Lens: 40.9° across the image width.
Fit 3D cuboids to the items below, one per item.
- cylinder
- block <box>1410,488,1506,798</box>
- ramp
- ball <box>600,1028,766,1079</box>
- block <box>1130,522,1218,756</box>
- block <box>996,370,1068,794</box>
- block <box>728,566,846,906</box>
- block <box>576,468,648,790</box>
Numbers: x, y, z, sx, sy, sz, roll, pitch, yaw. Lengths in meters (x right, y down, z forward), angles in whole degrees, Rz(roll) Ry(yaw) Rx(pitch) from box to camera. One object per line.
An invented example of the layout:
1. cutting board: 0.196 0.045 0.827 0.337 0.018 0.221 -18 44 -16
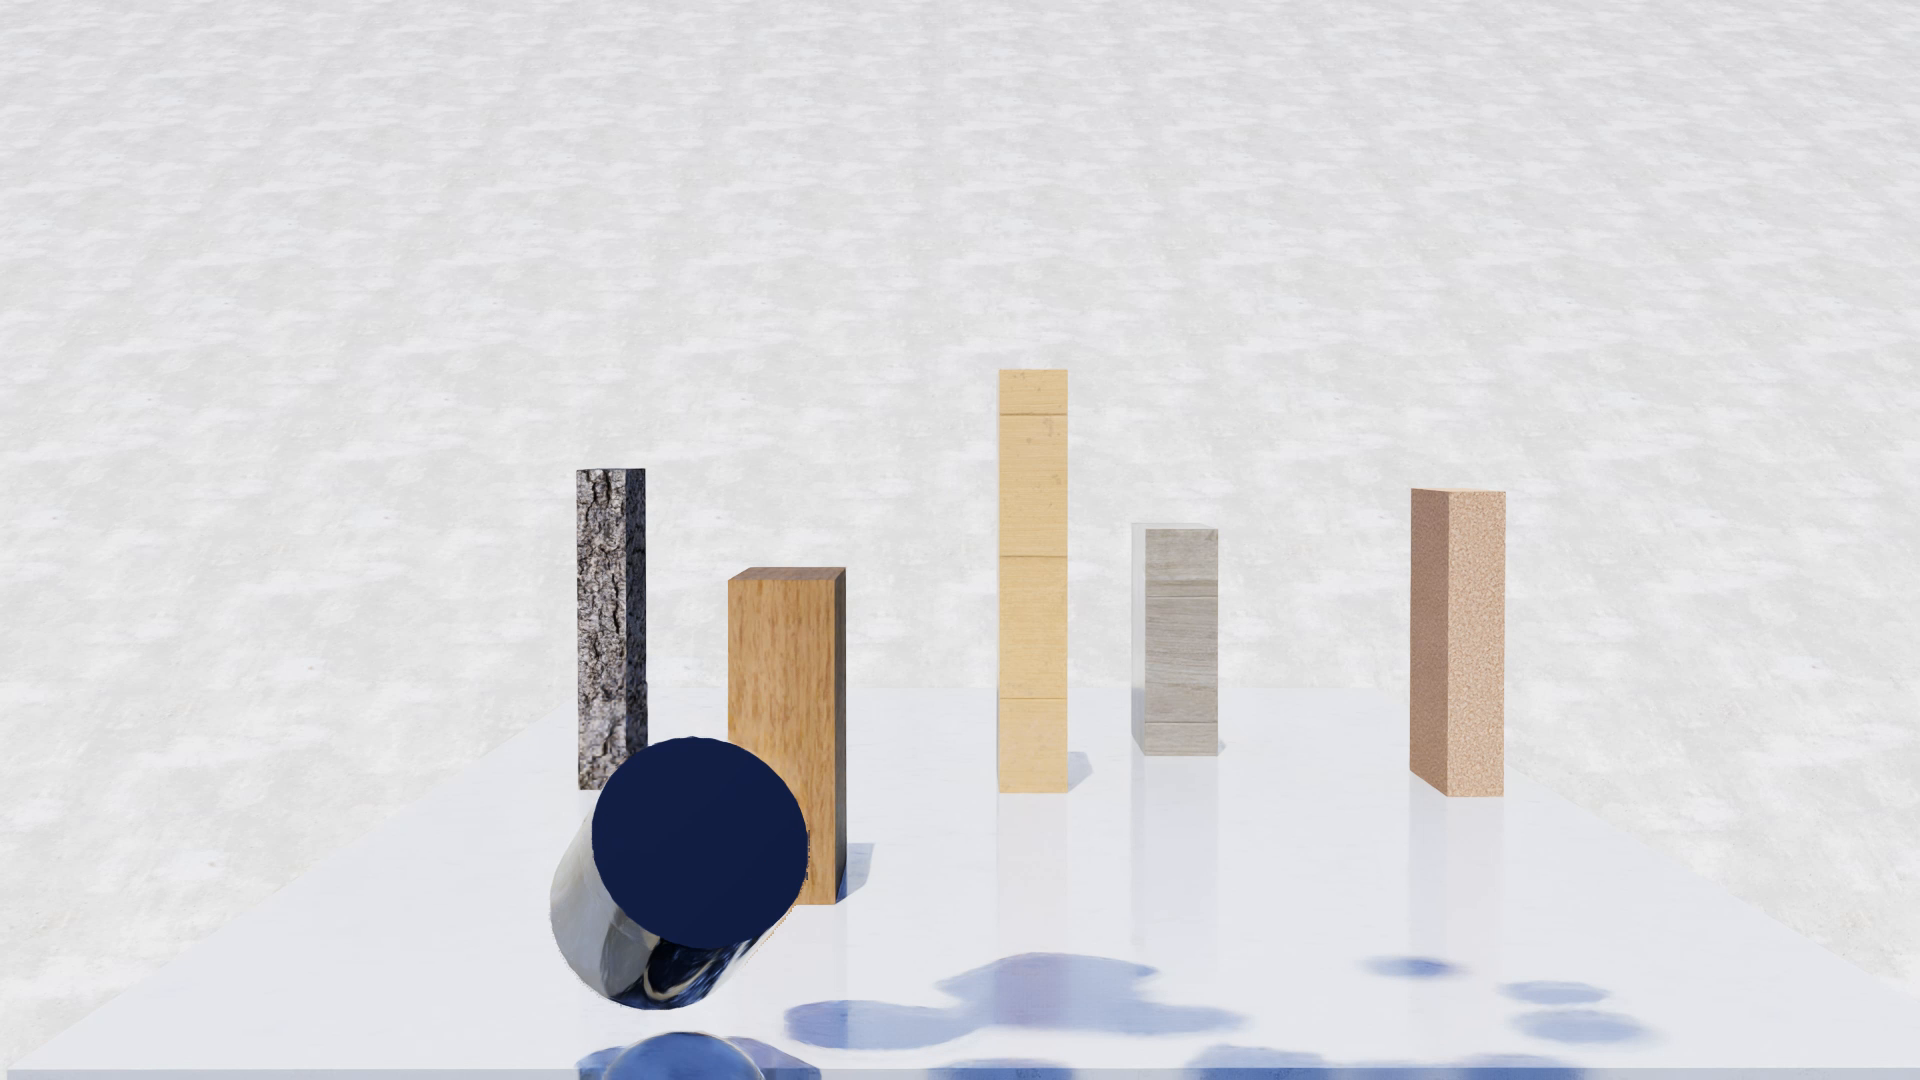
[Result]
1. cylinder: -0.269 0.319 2.443 0.204 0.204 0.204 9 62 -17
2. block: 0.902 0.176 4.687 0.099 0.535 0.379 0 2 0
3. ramp: 0.055 0.499 4.546 2.000 0.100 4.000 0 2 0
4. ball: -0.265 0.557 2.457 0.178 0.178 0.178 0 24 0
5. block: 0.438 0.196 5.296 0.145 0.451 0.406 0 2 0
6. block: 0.129 0.068 4.712 0.121 0.749 0.336 0 2 0
7. block: -0.239 0.264 3.628 0.142 0.436 0.372 0 2 0
8. block: -0.638 0.156 4.735 0.087 0.573 0.302 0 2 0
